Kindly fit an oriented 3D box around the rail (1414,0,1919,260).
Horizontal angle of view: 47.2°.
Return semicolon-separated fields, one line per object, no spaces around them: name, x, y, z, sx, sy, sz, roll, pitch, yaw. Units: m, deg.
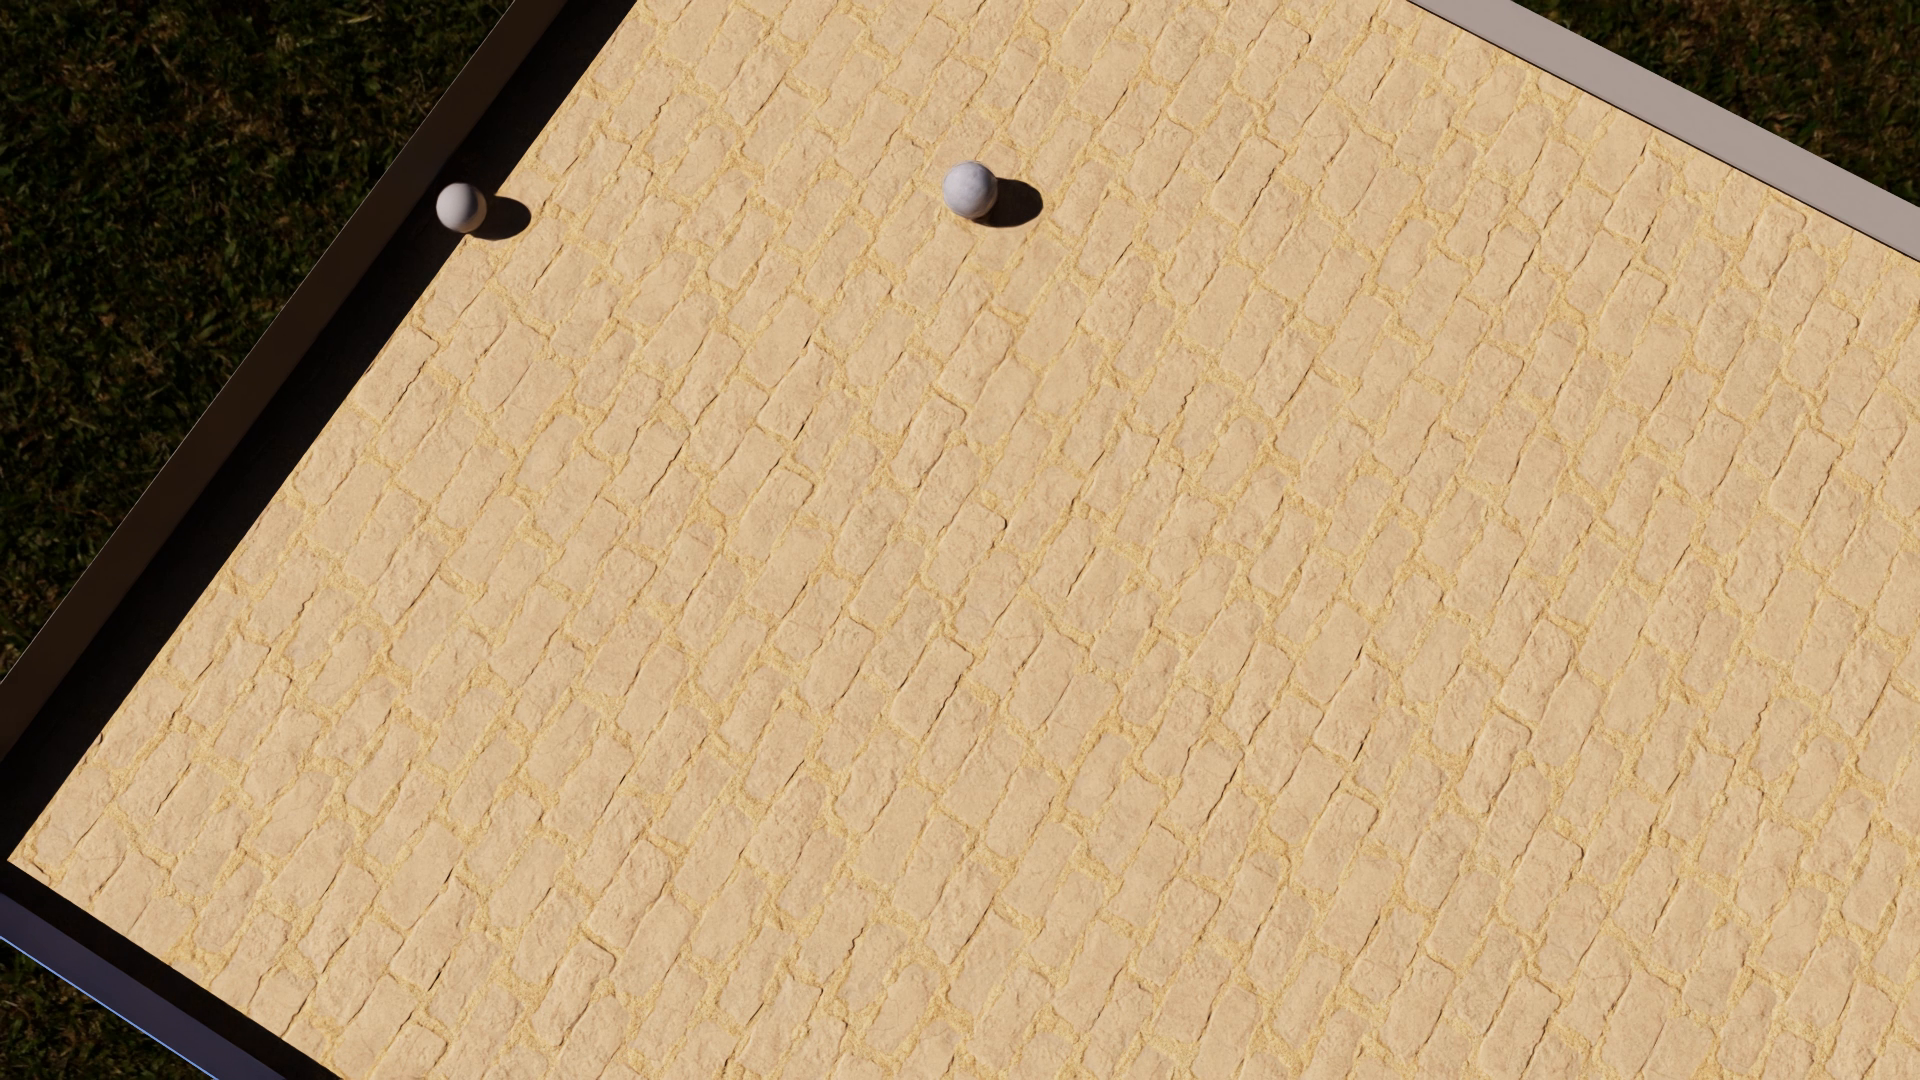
rail;1.552;-0.459;3.508;4.339;0.118;0.045;30;75;9

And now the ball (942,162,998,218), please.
ball;0.017;-0.565;3.557;0.091;0.091;0.091;0;73;0

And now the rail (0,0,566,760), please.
rail;-0.909;-0.527;3.529;0.045;0.118;2.463;30;75;9

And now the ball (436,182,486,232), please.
ball;-0.806;-0.538;3.553;0.080;0.080;0.080;0;73;0

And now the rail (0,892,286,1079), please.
rail;0.307;1.516;2.887;4.339;0.118;0.045;30;75;9
